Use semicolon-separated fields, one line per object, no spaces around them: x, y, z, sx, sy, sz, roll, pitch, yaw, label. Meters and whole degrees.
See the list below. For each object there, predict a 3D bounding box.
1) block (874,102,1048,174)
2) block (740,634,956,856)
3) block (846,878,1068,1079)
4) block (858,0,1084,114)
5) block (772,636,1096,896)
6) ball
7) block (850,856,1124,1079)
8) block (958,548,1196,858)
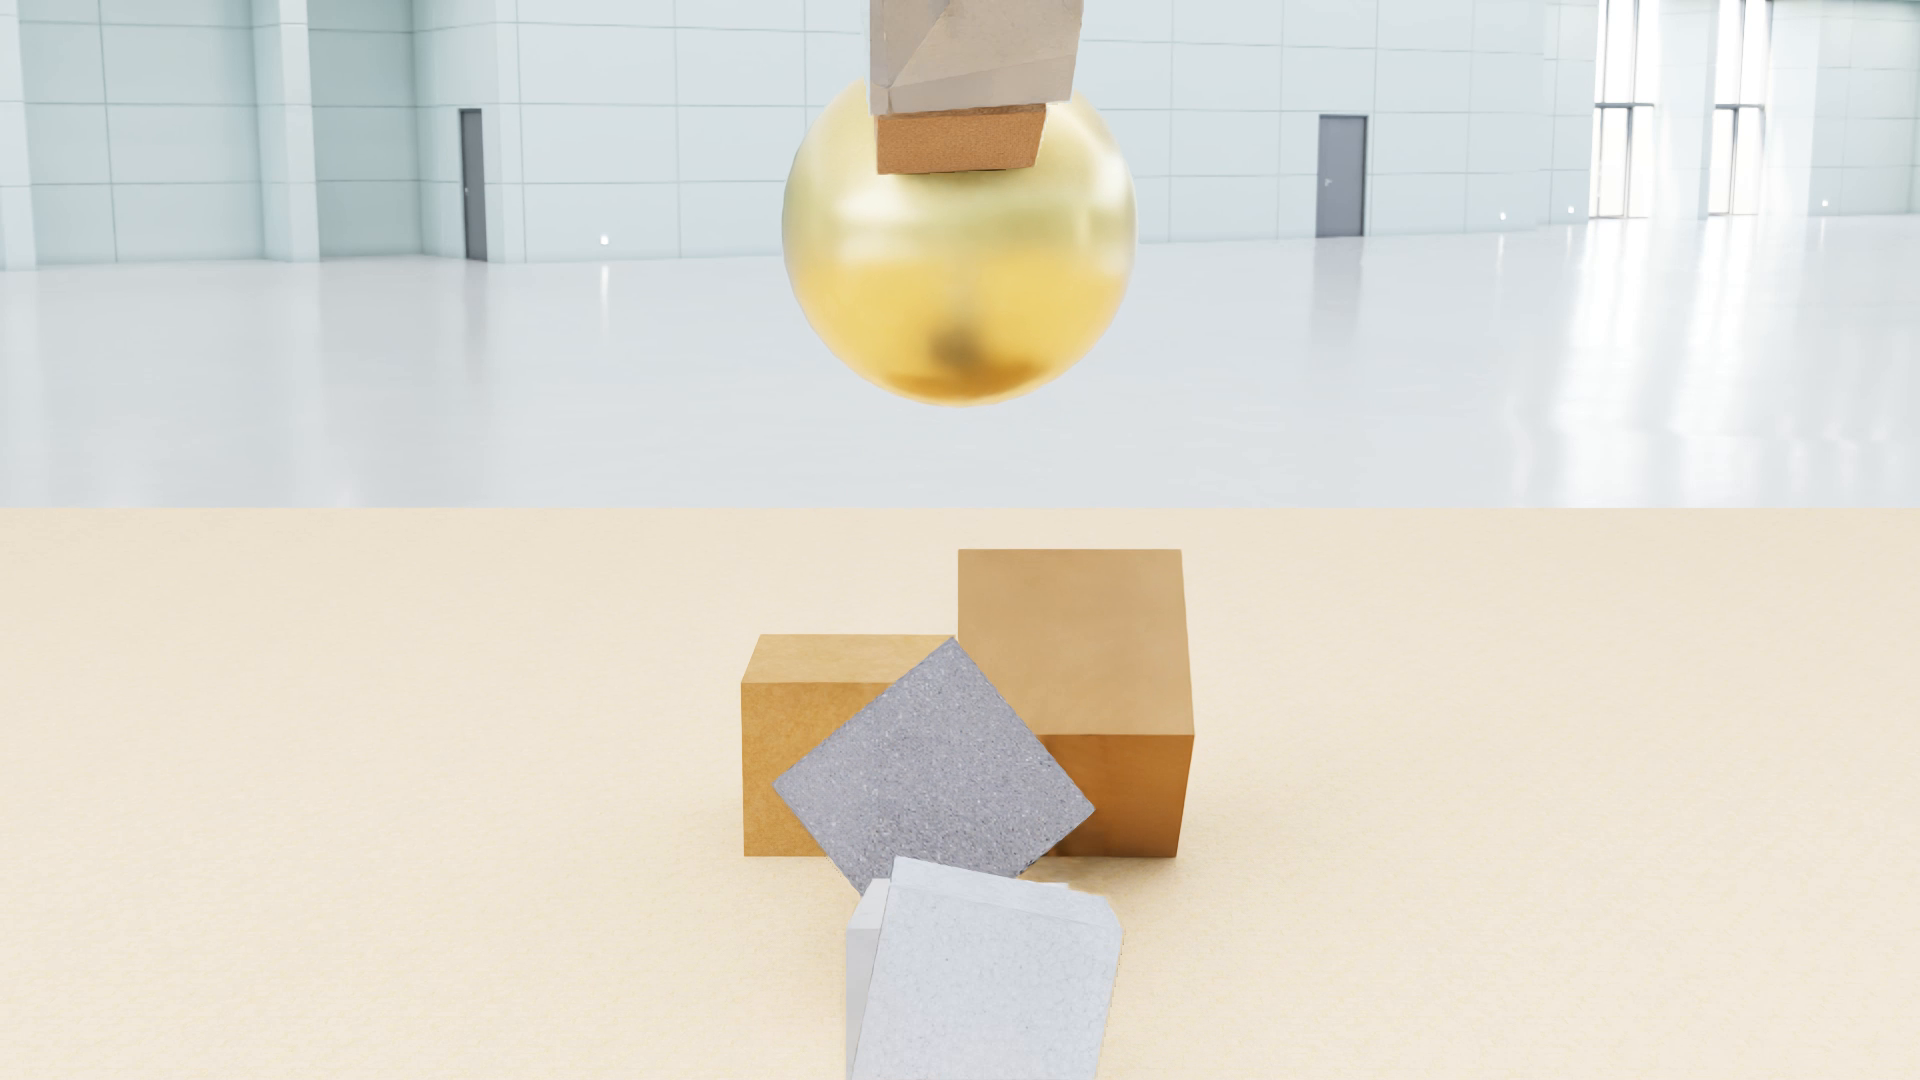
-0.025;-1.876;8.732;0.646;0.631;0.680;-3;-8;-3;block
-0.546;1.039;11.371;1.055;0.887;1.078;0;10;0;block
0.004;1.687;7.844;0.729;0.786;0.764;1;4;5;block
0.011;-2.112;7.982;0.749;0.792;0.751;-5;-20;-4;block
-0.112;1.105;9.176;0.933;0.900;0.949;-39;-8;-7;block
0.000;-1.389;9.818;1.600;1.600;1.600;0;10;0;ball
0.070;1.459;7.004;0.717;0.695;0.742;11;-2;0;block
0.532;0.809;10.781;1.082;1.131;1.062;0;53;0;block
